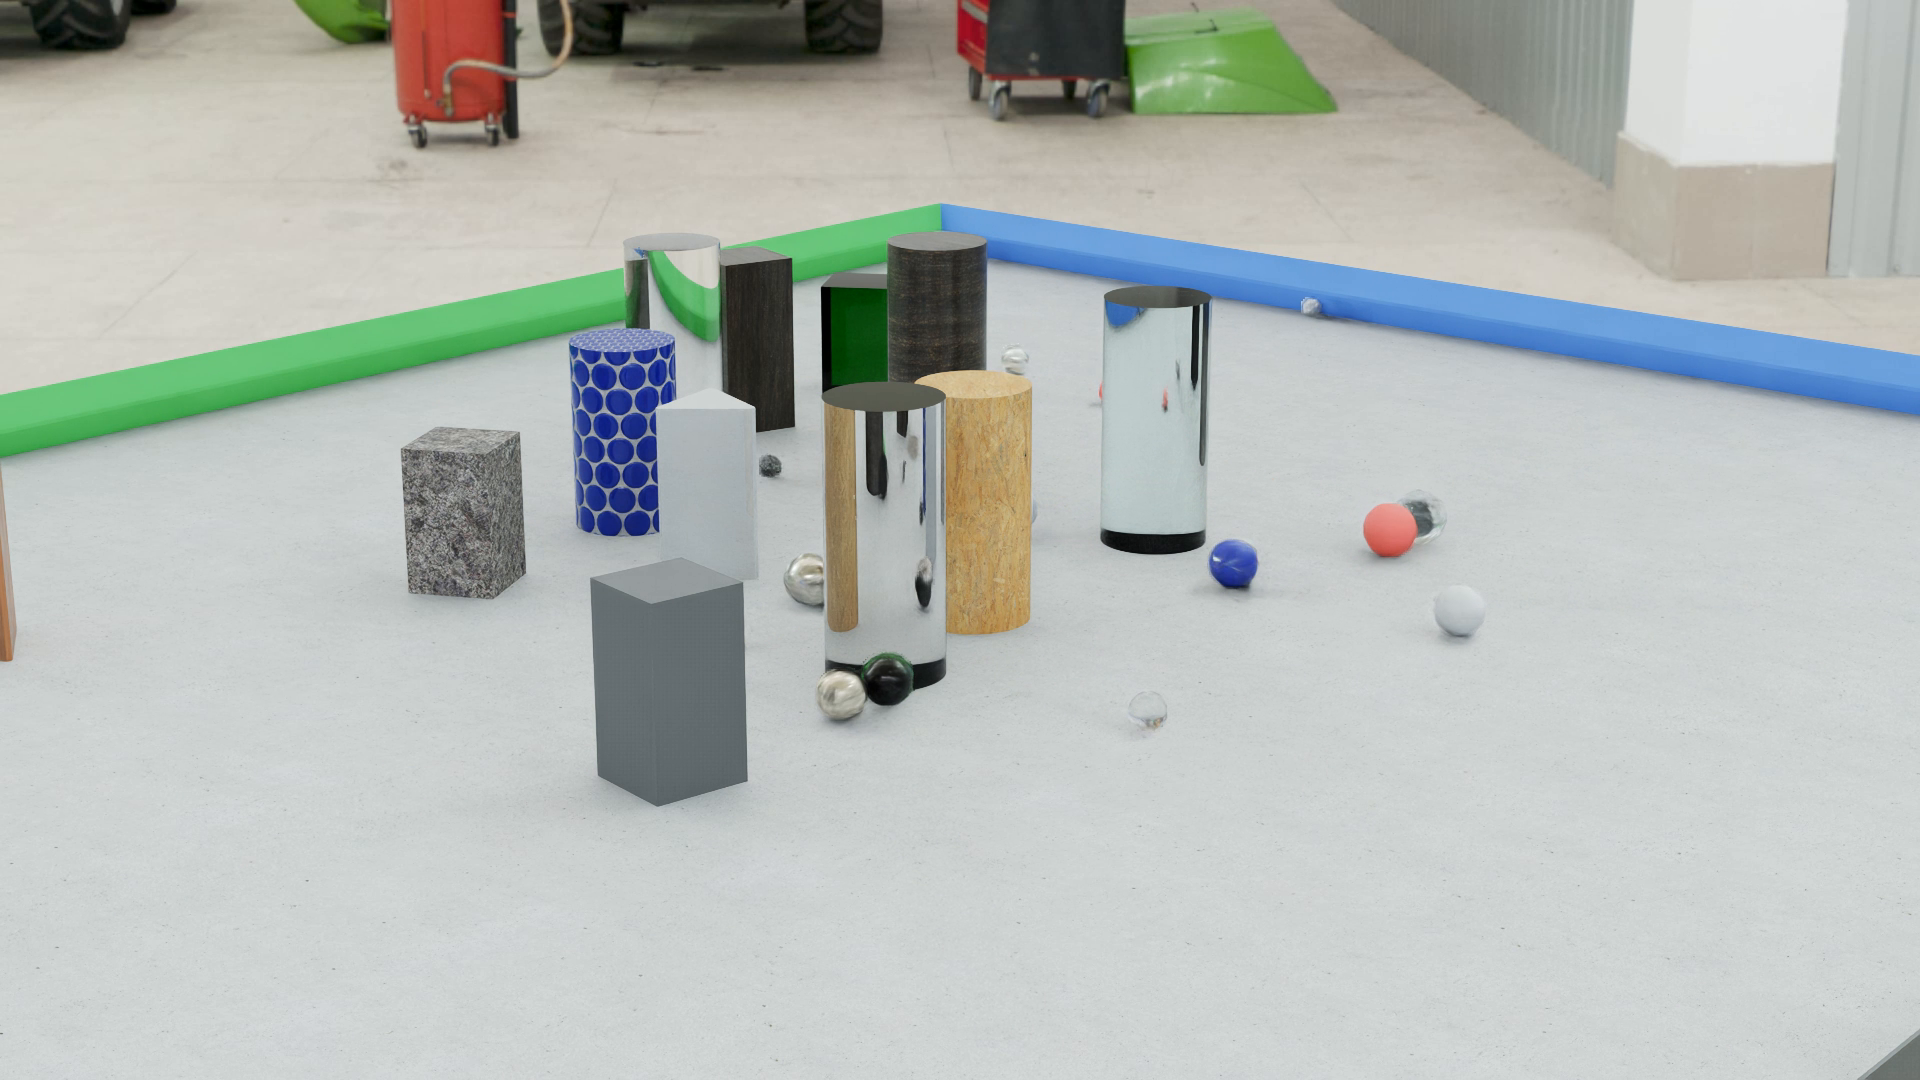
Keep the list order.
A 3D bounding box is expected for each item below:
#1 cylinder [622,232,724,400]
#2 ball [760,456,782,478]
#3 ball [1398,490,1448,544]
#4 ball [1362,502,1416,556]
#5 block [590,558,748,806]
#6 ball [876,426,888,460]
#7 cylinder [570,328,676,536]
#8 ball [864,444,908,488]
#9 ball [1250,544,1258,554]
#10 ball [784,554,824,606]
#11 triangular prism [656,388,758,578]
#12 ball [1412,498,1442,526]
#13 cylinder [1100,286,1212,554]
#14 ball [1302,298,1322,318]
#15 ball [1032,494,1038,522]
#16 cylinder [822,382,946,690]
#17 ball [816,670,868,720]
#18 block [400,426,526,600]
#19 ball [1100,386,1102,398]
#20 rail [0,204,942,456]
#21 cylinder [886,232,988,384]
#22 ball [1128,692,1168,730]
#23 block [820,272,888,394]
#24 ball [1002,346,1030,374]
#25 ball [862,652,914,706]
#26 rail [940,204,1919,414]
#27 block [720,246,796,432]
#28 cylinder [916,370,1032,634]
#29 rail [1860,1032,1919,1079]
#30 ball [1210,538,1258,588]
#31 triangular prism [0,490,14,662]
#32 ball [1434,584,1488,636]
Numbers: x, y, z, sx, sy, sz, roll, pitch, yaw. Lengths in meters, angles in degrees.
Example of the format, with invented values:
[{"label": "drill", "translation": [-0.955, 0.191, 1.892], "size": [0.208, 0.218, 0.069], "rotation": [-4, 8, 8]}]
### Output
[{"label": "cylinder", "translation": [-0.584, -0.394, 6.001], "size": [0.197, 0.438, 0.197], "rotation": [0, 17, 0]}, {"label": "ball", "translation": [-0.378, -0.147, 5.863], "size": [0.044, 0.044, 0.044], "rotation": [0, 17, 0]}, {"label": "ball", "translation": [0.851, -0.043, 5.424], "size": [0.099, 0.099, 0.099], "rotation": [0, 17, 0]}, {"label": "ball", "translation": [0.784, -0.020, 5.348], "size": [0.097, 0.097, 0.097], "rotation": [0, 17, 0]}, {"label": "block", "translation": [-0.421, 0.203, 4.249], "size": [0.158, 0.305, 0.158], "rotation": [-13, 21, -37]}, {"label": "ball", "translation": [-0.136, -0.197, 5.979], "size": [0.073, 0.073, 0.073], "rotation": [0, 17, 0]}, {"label": "cylinder", "translation": [-0.630, -0.204, 5.517], "size": [0.197, 0.353, 0.197], "rotation": [0, 17, 0]}, {"label": "ball", "translation": [-0.146, -0.145, 5.782], "size": [0.088, 0.088, 0.088], "rotation": [0, 17, 0]}, {"label": "ball", "translation": [0.513, 0.028, 5.279], "size": [0.047, 0.047, 0.047], "rotation": [0, 17, 0]}, {"label": "ball", "translation": [-0.260, 0.068, 5.071], "size": [0.090, 0.090, 0.090], "rotation": [0, 17, 0]}, {"label": "triangular prism", "translation": [-0.447, -0.103, 5.252], "size": [0.171, 0.312, 0.148], "rotation": [0, 17, 0]}, {"label": "ball", "translation": [0.883, -0.053, 5.532], "size": [0.055, 0.055, 0.055], "rotation": [0, 17, 0]}, {"label": "cylinder", "translation": [0.359, -0.222, 5.391], "size": [0.197, 0.460, 0.197], "rotation": [0, 17, 0]}, {"label": "ball", "translation": [0.875, -0.577, 7.286], "size": [0.046, 0.046, 0.046], "rotation": [0, 17, 0]}, {"label": "ball", "translation": [0.102, -0.059, 5.497], "size": [0.087, 0.087, 0.087], "rotation": [0, 17, 0]}, {"label": "cylinder", "translation": [-0.120, -0.006, 4.678], "size": [0.197, 0.459, 0.197], "rotation": [0, 17, 0]}, {"label": "ball", "translation": [-0.182, 0.239, 4.522], "size": [0.079, 0.079, 0.079], "rotation": [0, 17, 0]}, {"label": "block", "translation": [-0.872, -0.049, 5.161], "size": [0.158, 0.262, 0.158], "rotation": [4, 17, 13]}, {"label": "ball", "translation": [0.333, -0.325, 6.435], "size": [0.054, 0.054, 0.054], "rotation": [0, 17, 0]}, {"label": "rail", "translation": [-1.558, -0.358, 6.415], "size": [0.045, 0.128, 4.639], "rotation": [14, 22, 39]}, {"label": "cylinder", "translation": [-0.045, -0.360, 5.824], "size": [0.197, 0.475, 0.197], "rotation": [0, 17, 0]}, {"label": "ball", "translation": [0.287, 0.261, 4.480], "size": [0.061, 0.061, 0.061], "rotation": [0, 17, 0]}, {"label": "block", "translation": [-0.216, -0.457, 6.539], "size": [0.158, 0.248, 0.158], "rotation": [3, 17, 9]}, {"label": "ball", "translation": [0.127, -0.411, 6.702], "size": [0.065, 0.065, 0.065], "rotation": [0, 17, 0]}, {"label": "ball", "translation": [-0.113, 0.218, 4.583], "size": [0.083, 0.083, 0.083], "rotation": [0, 17, 0]}, {"label": "rail", "translation": [1.505, -0.468, 6.780], "size": [4.173, 0.128, 0.045], "rotation": [14, 22, 39]}, {"label": "block", "translation": [-0.460, -0.424, 6.224], "size": [0.158, 0.366, 0.158], "rotation": [-10, 20, -31]}, {"label": "cylinder", "translation": [0.022, -0.065, 4.960], "size": [0.197, 0.408, 0.197], "rotation": [0, 17, 0]}, {"label": "rail", "translation": [1.558, 0.422, 3.825], "size": [0.045, 0.128, 4.639], "rotation": [14, 22, 39]}, {"label": "ball", "translation": [0.483, 0.041, 5.167], "size": [0.087, 0.087, 0.087], "rotation": [0, 17, 0]}, {"label": "triangular prism", "translation": [-1.616, -0.014, 4.828], "size": [0.171, 0.388, 0.148], "rotation": [5, 17, 15]}, {"label": "ball", "translation": [0.838, 0.118, 4.909], "size": [0.088, 0.088, 0.088], "rotation": [0, 17, 0]}]
